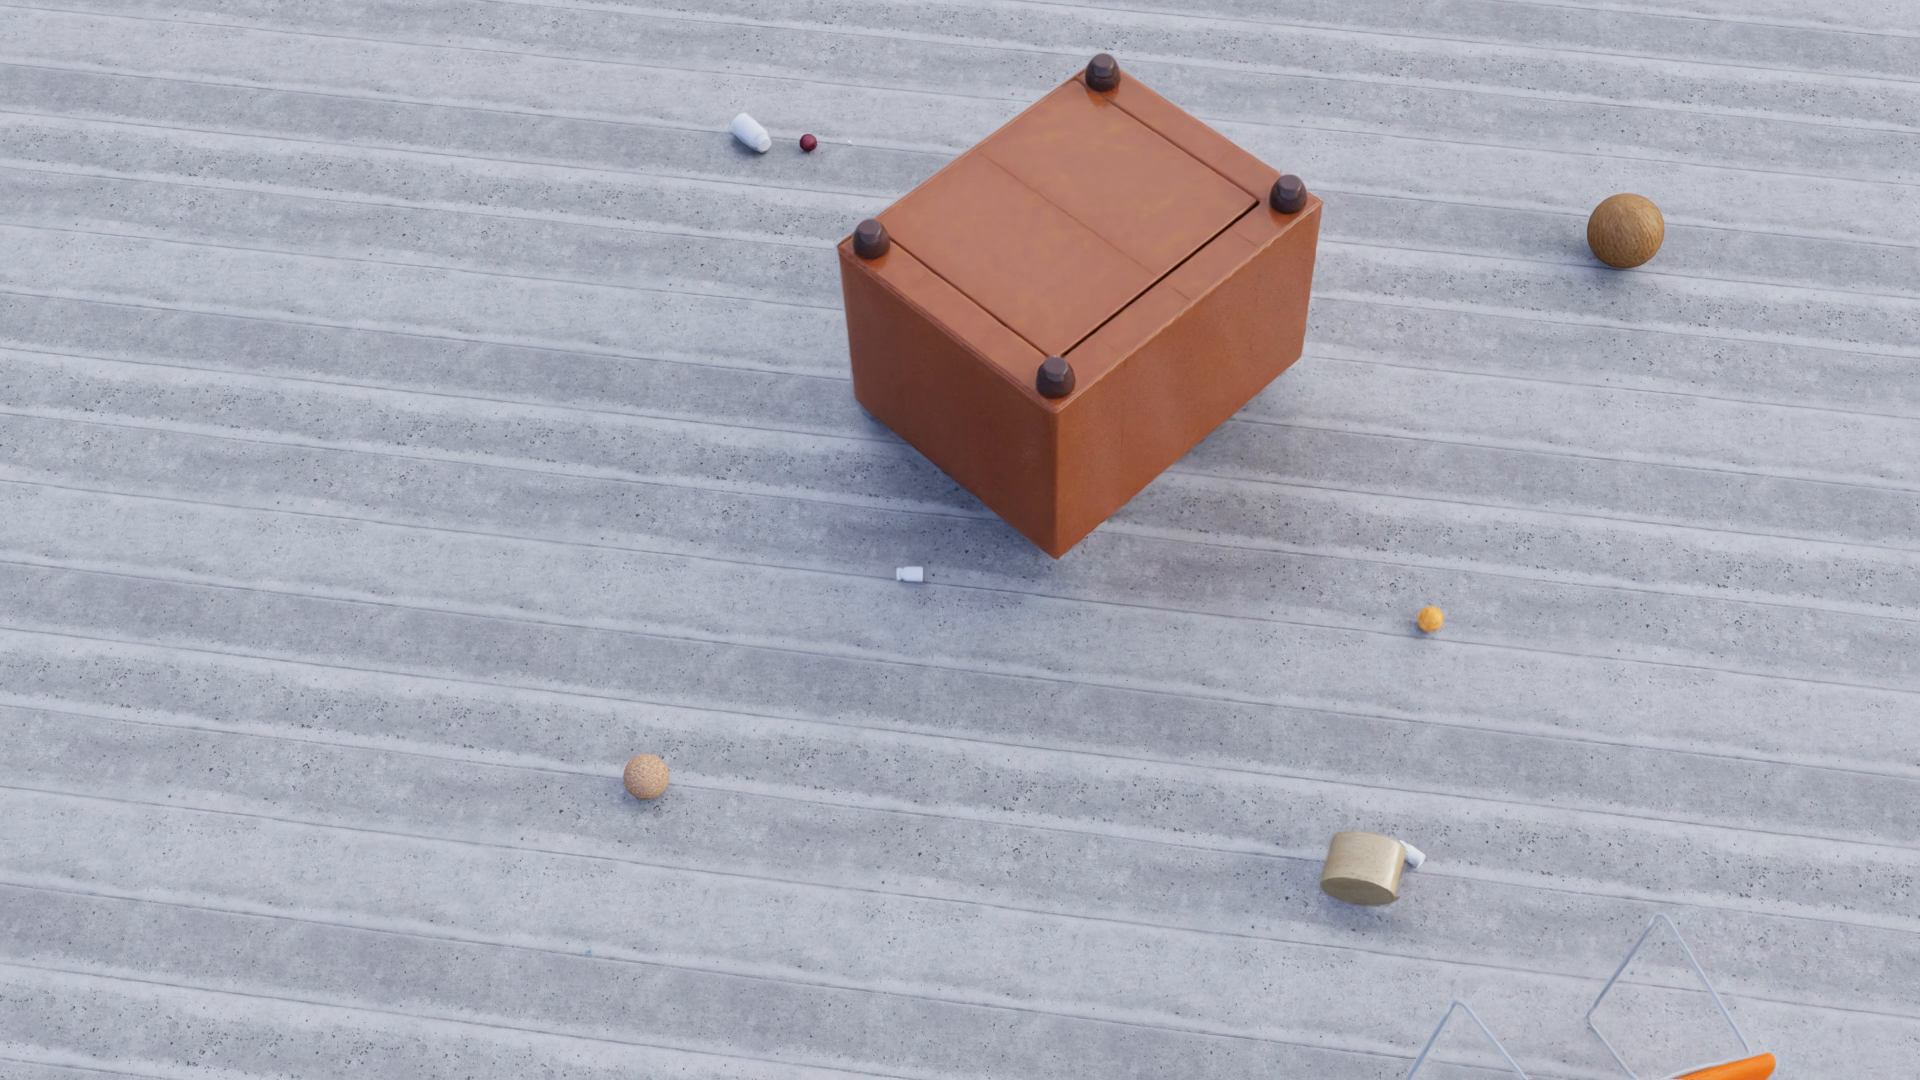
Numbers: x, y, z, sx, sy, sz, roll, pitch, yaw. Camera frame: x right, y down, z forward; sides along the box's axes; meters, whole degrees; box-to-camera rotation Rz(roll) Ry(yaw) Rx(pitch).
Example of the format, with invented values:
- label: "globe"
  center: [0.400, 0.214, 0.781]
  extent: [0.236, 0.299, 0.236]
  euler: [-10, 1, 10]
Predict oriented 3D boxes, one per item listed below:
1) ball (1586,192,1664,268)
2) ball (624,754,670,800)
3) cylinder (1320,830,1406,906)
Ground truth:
- label: "ball"
  center: [2.148, -0.998, 7.097]
  extent: [0.242, 0.242, 0.242]
  euler: [0, 56, 0]
- label: "ball"
  center: [-0.865, 0.652, 6.061]
  extent: [0.126, 0.126, 0.126]
  euler: [0, 56, 0]
- label: "cylinder"
  center: [1.081, 0.880, 5.892]
  extent: [0.205, 0.143, 0.144]
  euler: [3, 53, 28]
